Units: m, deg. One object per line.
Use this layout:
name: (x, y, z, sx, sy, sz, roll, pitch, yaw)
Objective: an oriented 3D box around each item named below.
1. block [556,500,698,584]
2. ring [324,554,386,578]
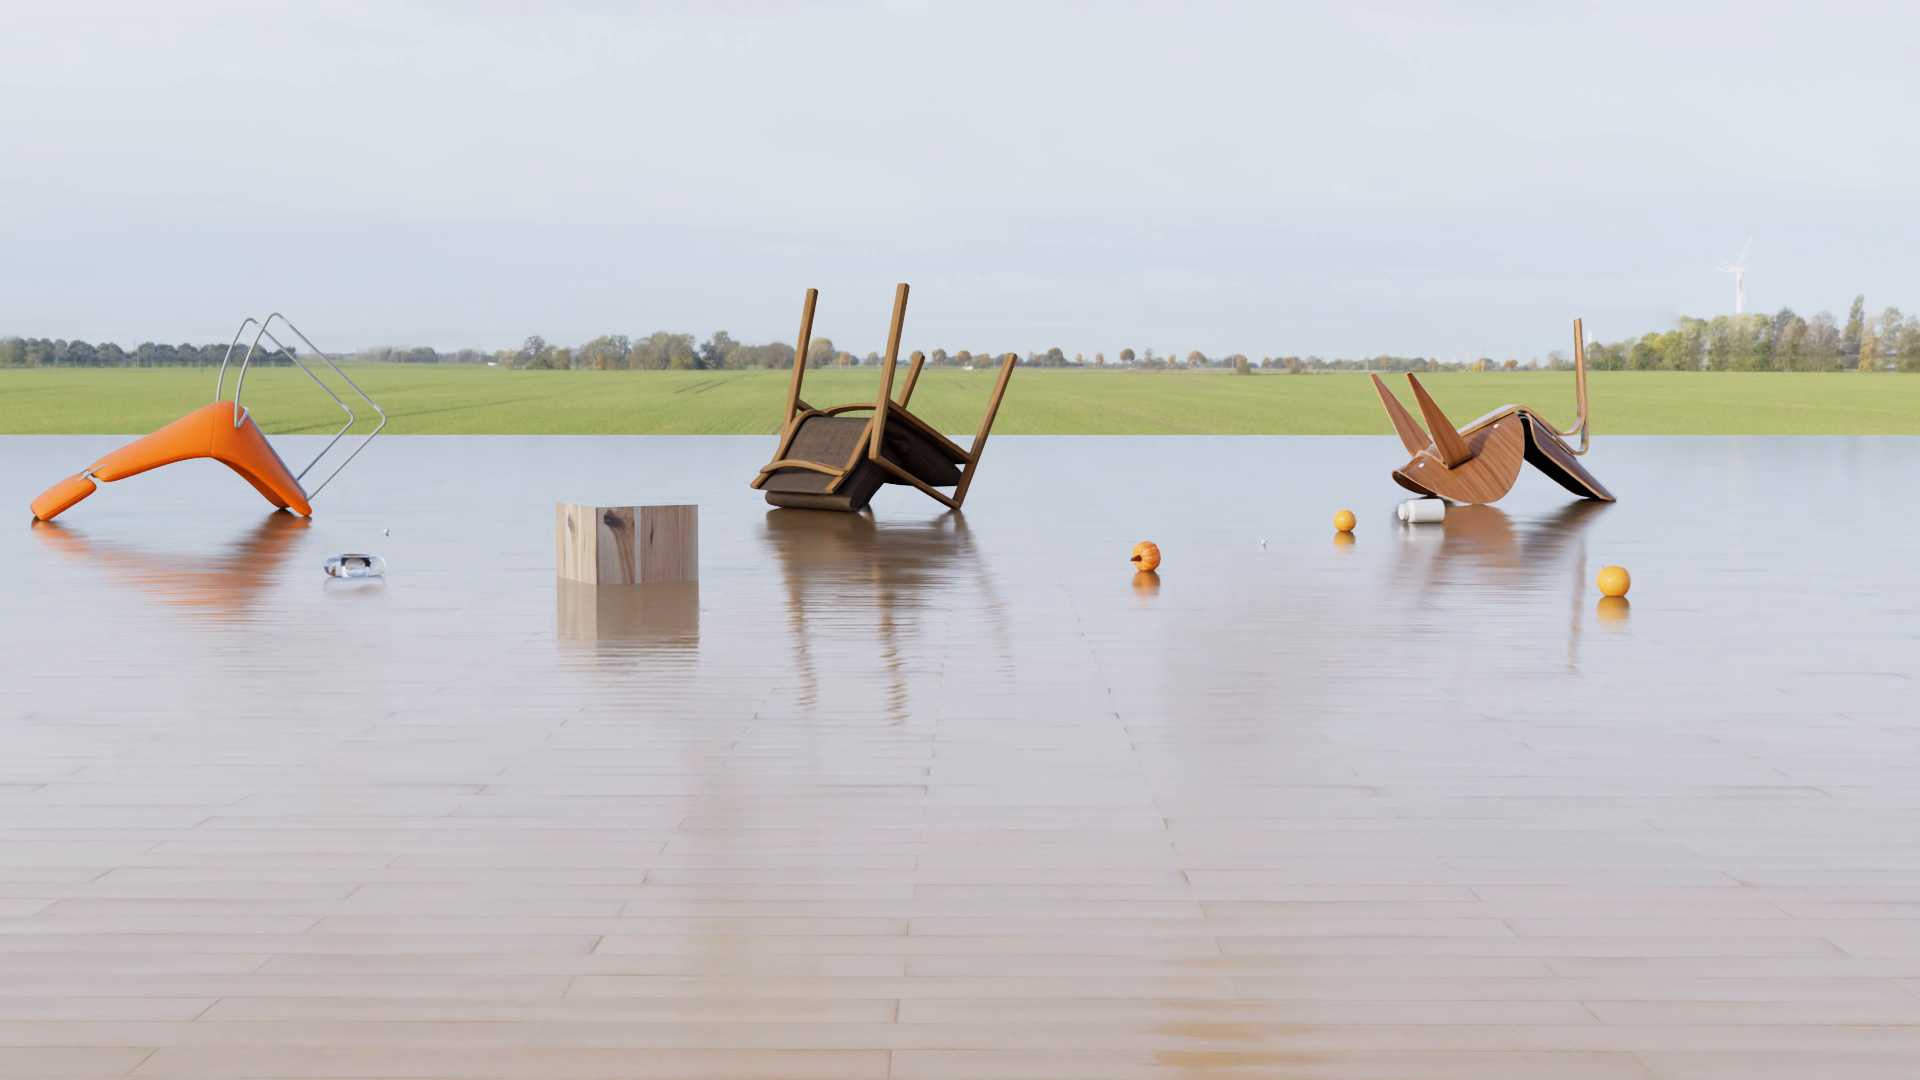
block: (-0.792, 0.002, 5.218, 0.252, 0.179, 0.277, -2, 5, -29)
ring: (-1.458, 0.061, 5.294, 0.133, 0.050, 0.150, 5, 6, 43)
